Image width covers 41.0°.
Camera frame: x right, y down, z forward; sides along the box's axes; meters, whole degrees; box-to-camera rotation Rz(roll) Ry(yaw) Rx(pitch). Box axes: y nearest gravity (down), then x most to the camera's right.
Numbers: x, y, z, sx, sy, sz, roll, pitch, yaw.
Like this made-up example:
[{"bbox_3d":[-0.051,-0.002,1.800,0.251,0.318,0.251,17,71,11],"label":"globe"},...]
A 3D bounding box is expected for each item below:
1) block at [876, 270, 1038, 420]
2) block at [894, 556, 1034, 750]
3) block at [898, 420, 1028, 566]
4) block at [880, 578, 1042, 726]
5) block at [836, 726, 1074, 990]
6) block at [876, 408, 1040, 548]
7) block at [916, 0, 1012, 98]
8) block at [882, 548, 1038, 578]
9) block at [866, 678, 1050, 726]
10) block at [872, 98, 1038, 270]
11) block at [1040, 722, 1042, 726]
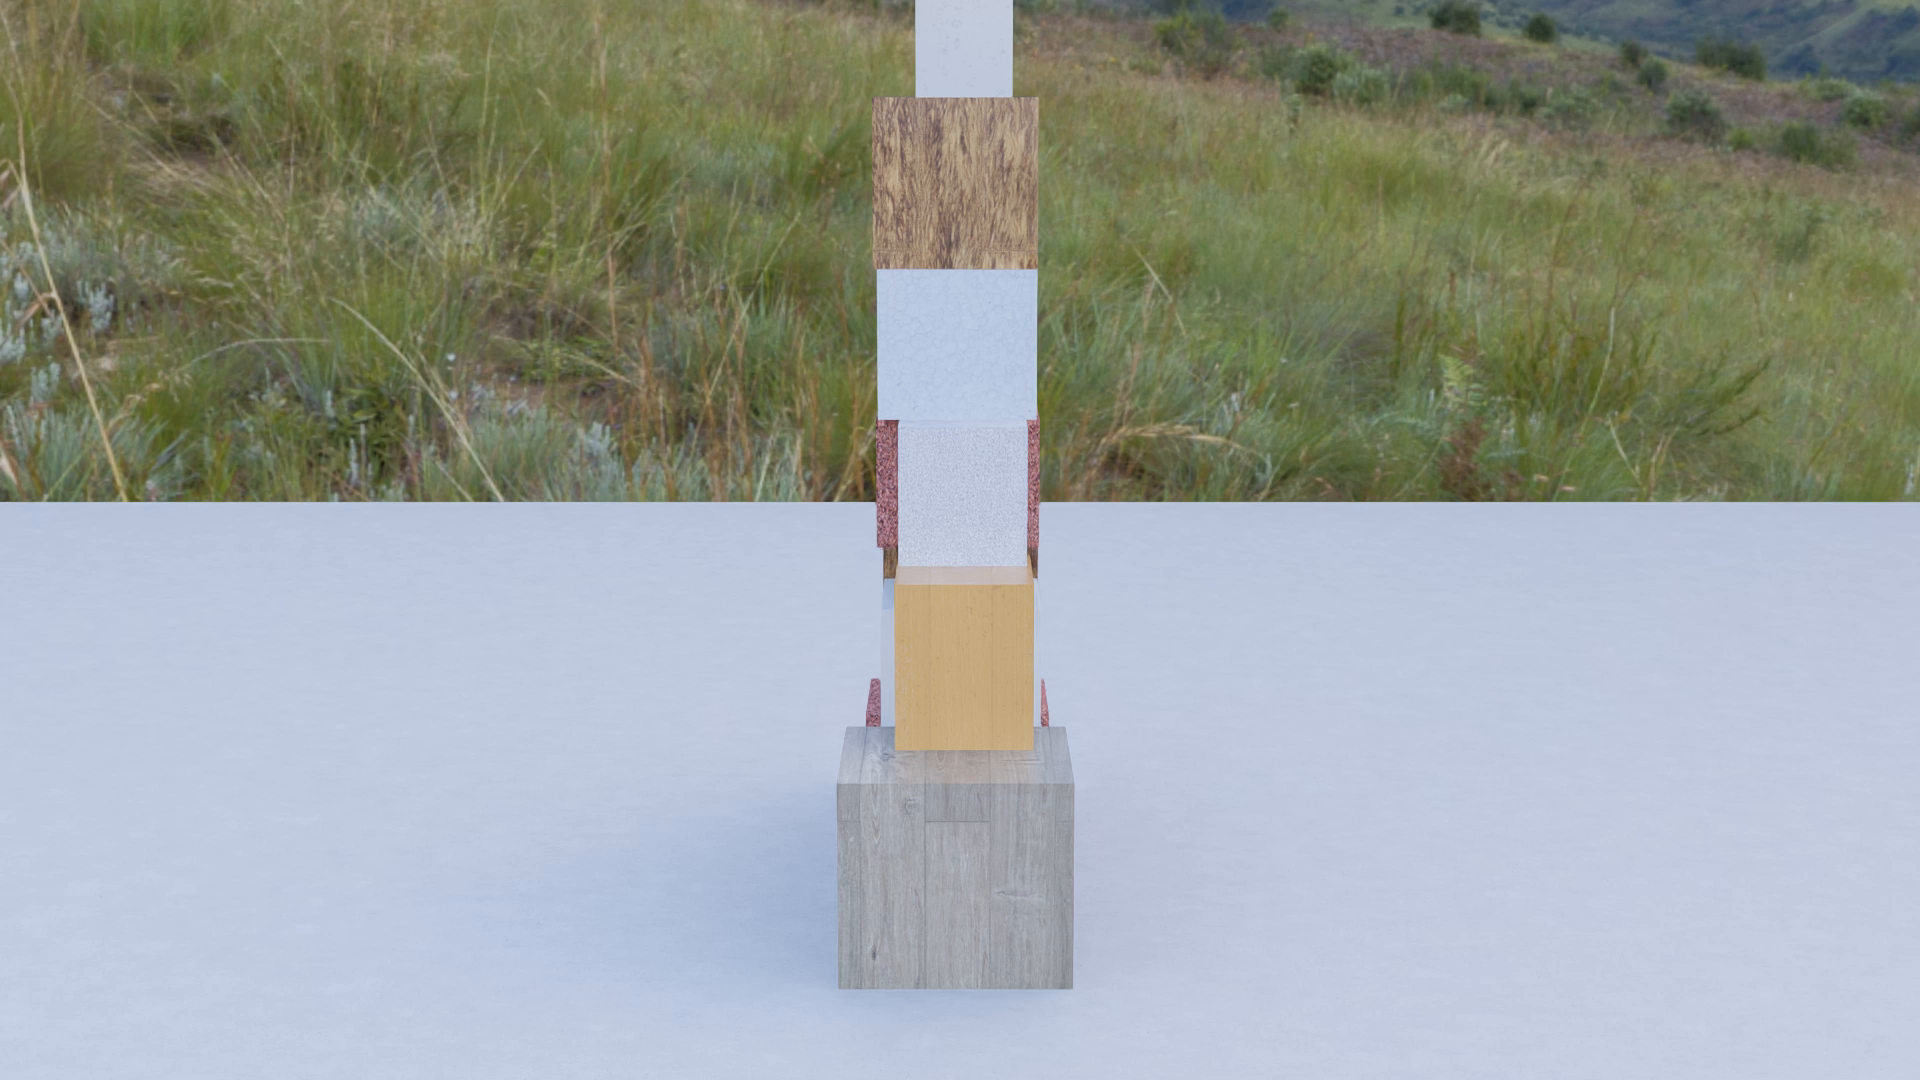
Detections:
[{"bbox_3d":[-0.012,-0.873,11.032,0.663,0.625,0.748,0,10,0],"label":"block"},{"bbox_3d":[0.017,0.454,10.554,0.555,0.677,0.631,0,10,0],"label":"block"},{"bbox_3d":[0.012,-0.225,10.794,0.529,0.574,0.569,0,10,0],"label":"block"},{"bbox_3d":[0.004,0.532,11.220,0.681,0.606,0.641,0,11,0],"label":"block"},{"bbox_3d":[-0.017,1.261,10.322,0.912,0.826,0.872,0,10,0],"label":"block"},{"bbox_3d":[-0.009,-0.304,11.417,0.704,0.562,0.676,0,11,0],"label":"block"},{"bbox_3d":[0.016,-2.115,10.819,0.401,0.489,0.422,0,10,0],"label":"block"},{"bbox_3d":[0.002,0.300,11.879,0.691,0.797,0.734,0,12,0],"label":"block"},{"bbox_3d":[-0.012,1.051,11.913,0.822,0.671,0.701,0,10,0],"label":"block"},{"bbox_3d":[-0.019,-1.527,10.921,0.682,0.702,0.708,0,10,0],"label":"block"},{"bbox_3d":[0.006,1.191,11.167,0.708,0.661,0.796,0,10,0],"label":"block"}]
